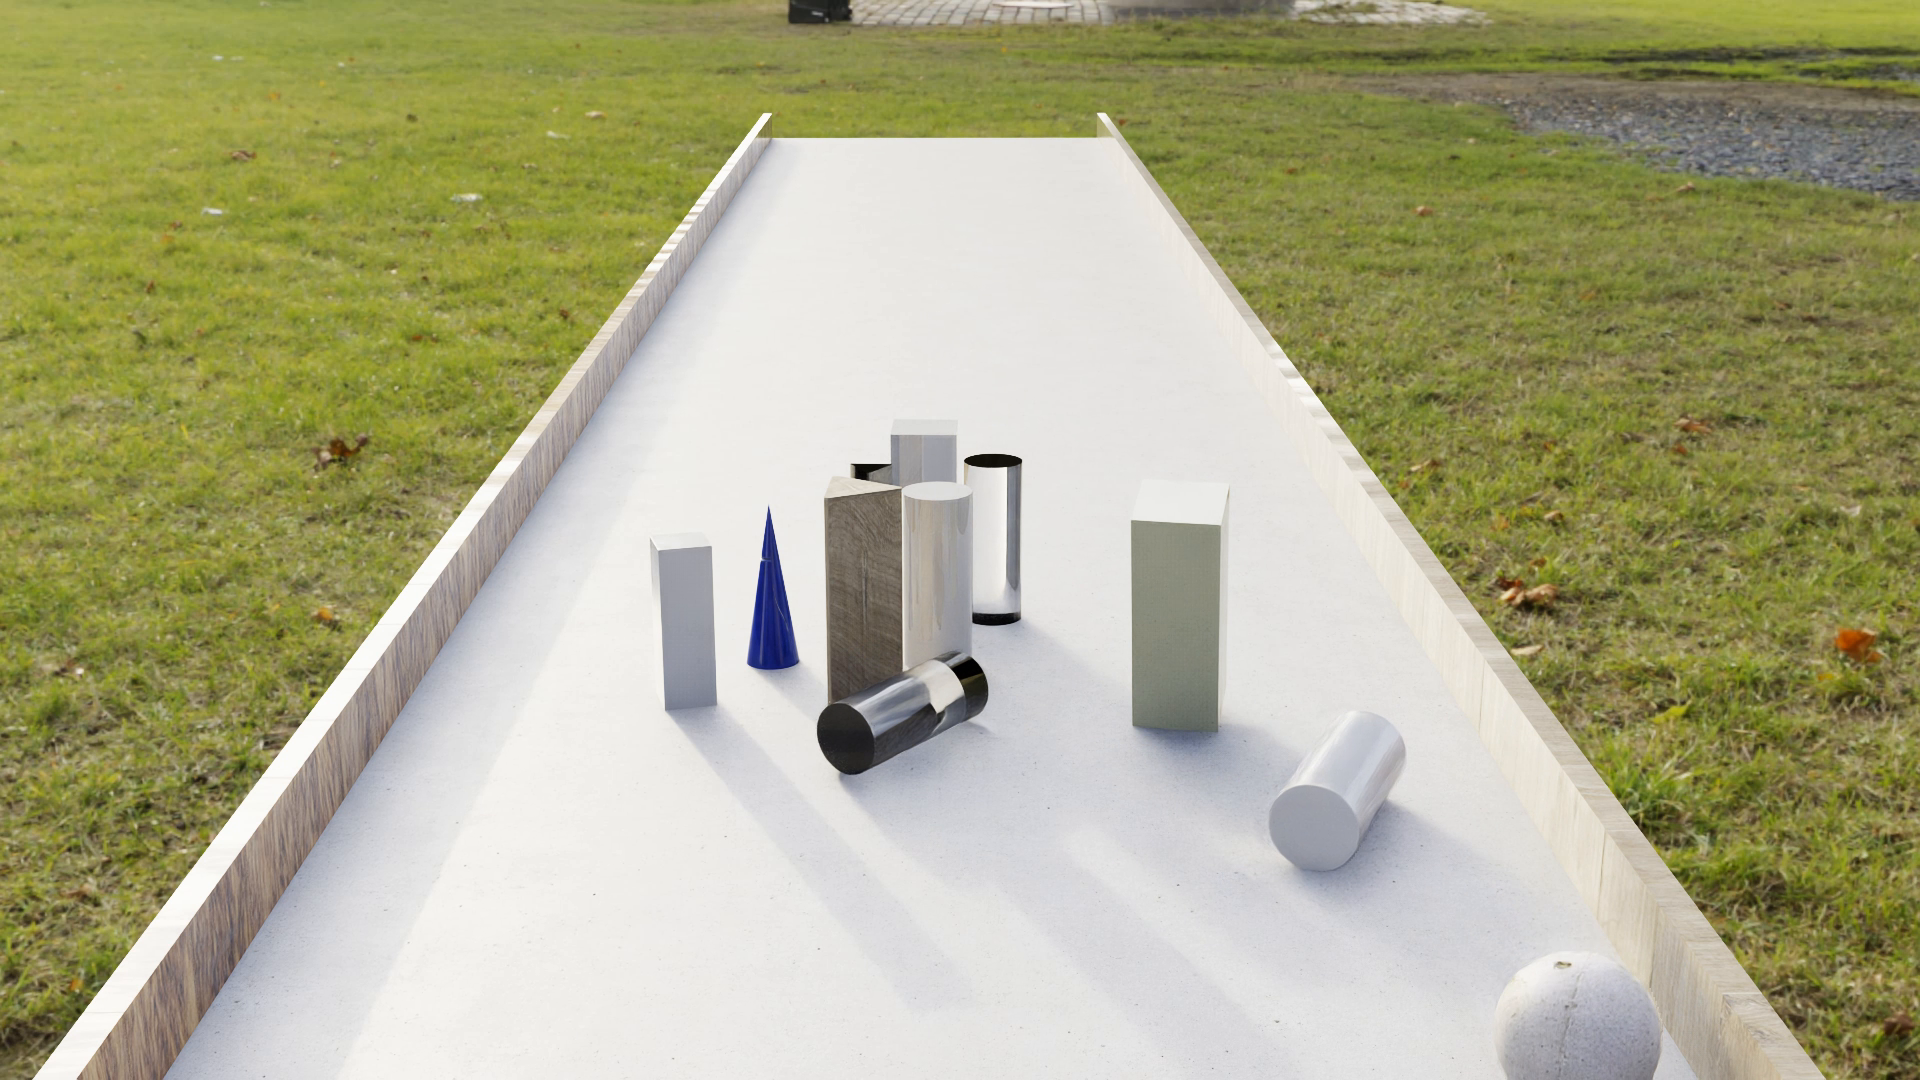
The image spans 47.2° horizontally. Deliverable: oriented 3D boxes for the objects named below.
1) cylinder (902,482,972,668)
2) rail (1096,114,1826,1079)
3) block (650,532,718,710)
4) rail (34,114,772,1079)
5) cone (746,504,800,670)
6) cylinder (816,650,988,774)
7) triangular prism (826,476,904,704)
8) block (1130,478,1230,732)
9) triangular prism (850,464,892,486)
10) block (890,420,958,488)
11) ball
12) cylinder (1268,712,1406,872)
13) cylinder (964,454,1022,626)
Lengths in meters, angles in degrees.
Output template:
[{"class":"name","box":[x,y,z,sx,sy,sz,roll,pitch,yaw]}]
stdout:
[{"class":"cylinder","box":[-0.045,0.073,4.364,0.140,0.353,0.140,0,17,0]},{"class":"rail","box":[0.932,-0.844,7.801,0.050,0.150,12.000,0,17,-1]},{"class":"block","box":[-0.523,0.152,4.160,0.100,0.316,0.100,-5,17,-16]},{"class":"rail","box":[-1.118,-0.838,7.780,0.050,0.150,12.000,0,17,-1]},{"class":"cone","box":[-0.376,0.084,4.366,0.108,0.329,0.108,0,17,0]},{"class":"cylinder","box":[-0.100,0.308,3.961,0.131,0.131,0.337,12,20,35]},{"class":"triangular prism","box":[-0.205,0.103,4.126,0.153,0.430,0.133,-8,18,-26]},{"class":"block","box":[0.403,0.121,4.017,0.158,0.433,0.158,3,29,11]},{"class":"triangular prism","box":[-0.199,0.000,4.659,0.075,0.324,0.087,10,19,31]},{"class":"block","box":[-0.077,-0.078,4.868,0.144,0.354,0.144,0,17,1]},{"class":"ball","box":[0.778,0.623,2.773,0.206,0.206,0.206,0,17,0]},{"class":"cylinder","box":[0.622,0.406,3.603,0.146,0.146,0.346,7,18,22]},{"class":"cylinder","box":[0.069,-0.001,4.630,0.123,0.342,0.123,0,17,0]}]
